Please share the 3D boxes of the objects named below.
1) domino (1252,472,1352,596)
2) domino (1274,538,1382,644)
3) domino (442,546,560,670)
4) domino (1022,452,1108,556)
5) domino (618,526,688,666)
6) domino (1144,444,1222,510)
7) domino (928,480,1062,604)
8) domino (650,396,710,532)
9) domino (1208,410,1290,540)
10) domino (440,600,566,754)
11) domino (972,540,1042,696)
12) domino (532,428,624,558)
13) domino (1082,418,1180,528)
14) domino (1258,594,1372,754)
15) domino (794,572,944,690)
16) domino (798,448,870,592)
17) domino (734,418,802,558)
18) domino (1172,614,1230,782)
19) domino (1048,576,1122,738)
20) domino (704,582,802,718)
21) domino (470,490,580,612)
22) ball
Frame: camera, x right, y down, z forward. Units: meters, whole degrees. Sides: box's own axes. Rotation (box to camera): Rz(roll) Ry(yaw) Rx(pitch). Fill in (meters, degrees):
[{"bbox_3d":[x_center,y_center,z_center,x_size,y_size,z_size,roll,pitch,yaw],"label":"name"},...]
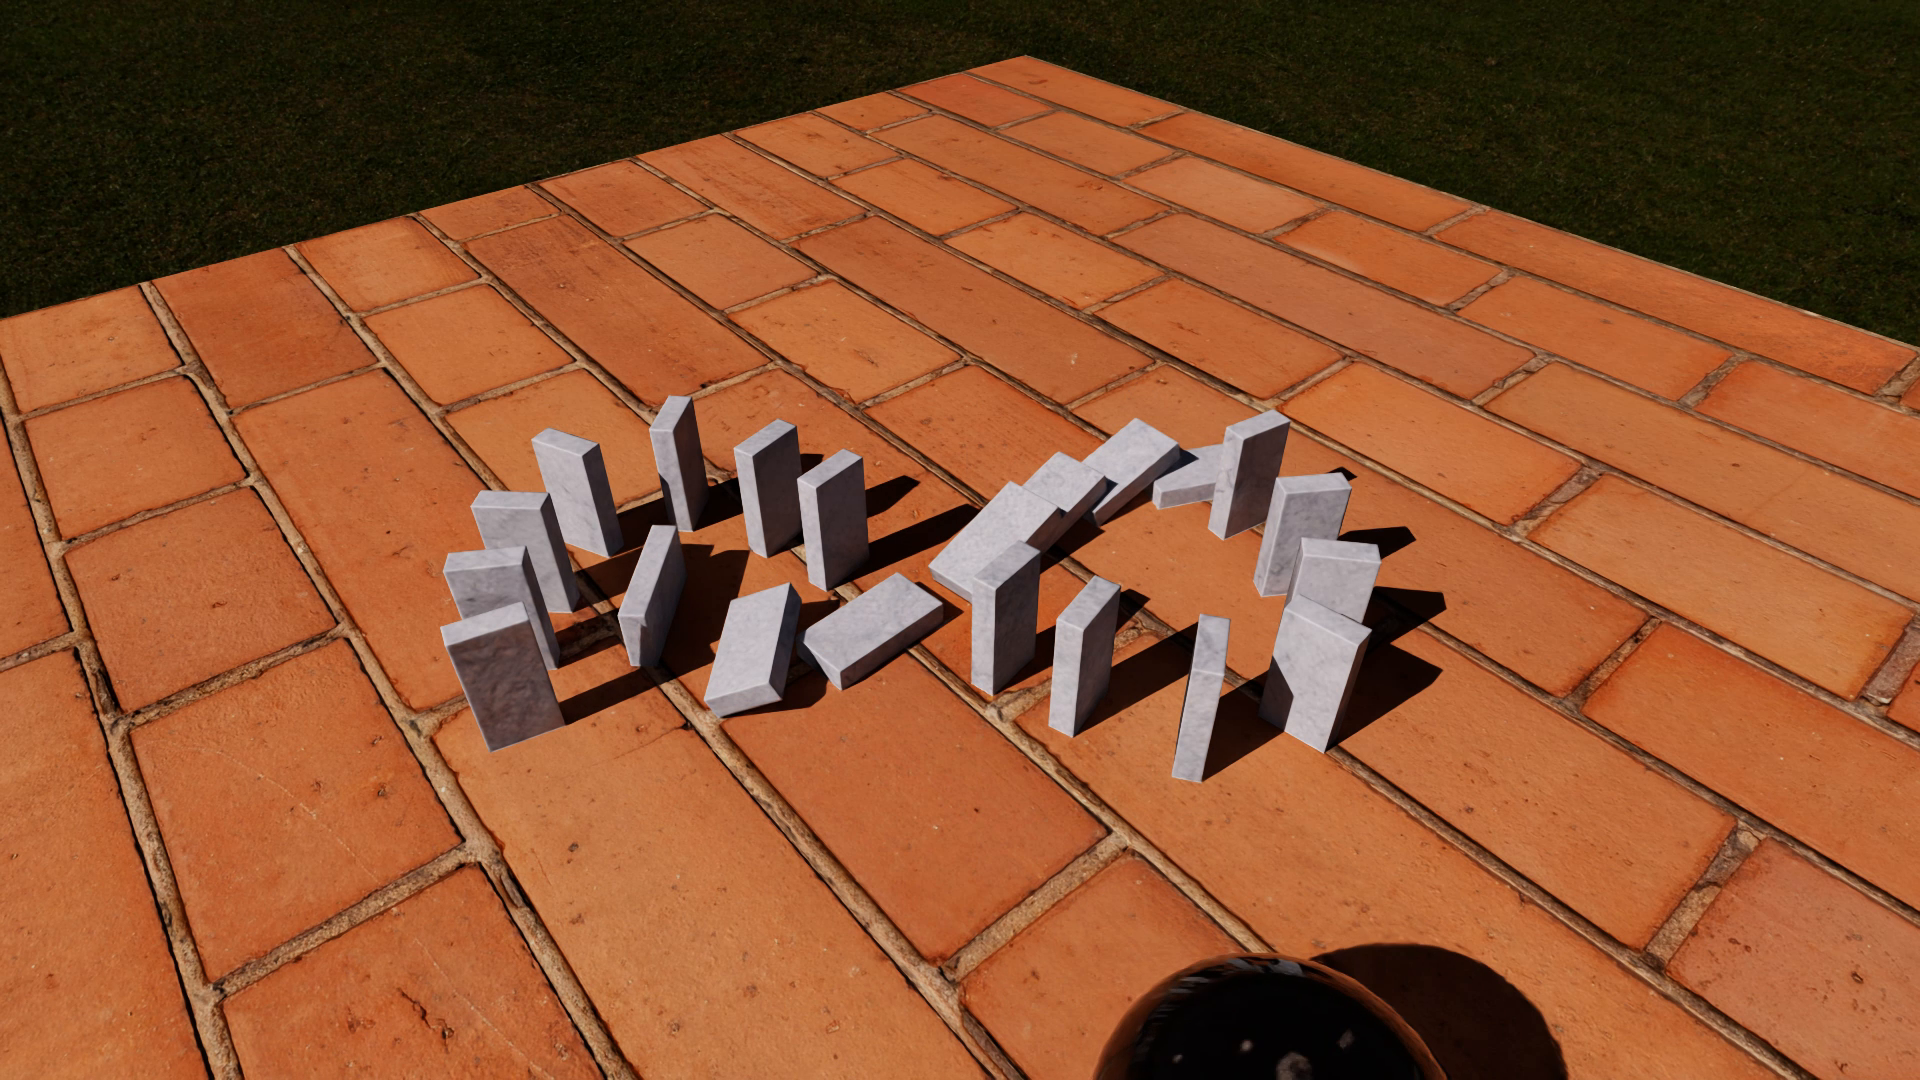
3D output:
[{"bbox_3d":[0.128,-0.001,0.413,0.025,0.050,0.010,-5,40,-6],"label":"domino"},{"bbox_3d":[0.128,0.023,0.384,0.025,0.050,0.009,6,40,7],"label":"domino"},{"bbox_3d":[-0.158,0.025,0.381,0.025,0.050,0.009,-6,40,-7],"label":"domino"},{"bbox_3d":[0.035,-0.013,0.450,0.025,0.010,0.050,31,63,32],"label":"domino"},{"bbox_3d":[-0.113,0.020,0.407,0.009,0.025,0.050,1,39,1],"label":"domino"},{"bbox_3d":[0.105,-0.029,0.478,0.050,0.010,0.025,-11,41,-13],"label":"domino"},{"bbox_3d":[0.014,0.001,0.430,0.025,0.010,0.050,31,66,32],"label":"domino"},{"bbox_3d":[-0.114,-0.031,0.449,0.010,0.050,0.025,4,39,5],"label":"domino"},{"bbox_3d":[0.116,-0.026,0.443,0.025,0.050,0.010,-21,44,-24],"label":"domino"},{"bbox_3d":[-0.147,0.045,0.357,0.025,0.050,0.009,-19,43,-22],"label":"domino"},{"bbox_3d":[0.016,0.027,0.378,0.010,0.050,0.025,27,47,29],"label":"domino"},{"bbox_3d":[-0.150,-0.018,0.434,0.025,0.050,0.009,18,42,20],"label":"domino"},{"bbox_3d":[0.067,-0.029,0.468,0.050,0.009,0.025,-39,51,-16],"label":"domino"},{"bbox_3d":[0.114,0.044,0.358,0.025,0.050,0.009,30,48,31],"label":"domino"},{"bbox_3d":[-0.033,0.033,0.404,0.050,0.009,0.025,-32,49,-33],"label":"domino"},{"bbox_3d":[-0.048,-0.007,0.420,0.010,0.050,0.025,27,46,29],"label":"domino"},{"bbox_3d":[-0.074,-0.020,0.436,0.009,0.050,0.025,24,45,26],"label":"domino"},{"bbox_3d":[0.076,0.051,0.350,0.010,0.050,0.025,10,40,12],"label":"domino"},{"bbox_3d":[0.041,0.039,0.364,0.010,0.050,0.025,23,45,26],"label":"domino"},{"bbox_3d":[-0.073,0.038,0.390,0.025,0.009,0.050,-17,37,15],"label":"domino"},{"bbox_3d":[-0.159,0.005,0.405,0.025,0.050,0.009,2,39,2],"label":"domino"},{"bbox_3d":[0.066,0.129,0.230,0.080,0.080,0.080,0,39,0],"label":"ball"}]
